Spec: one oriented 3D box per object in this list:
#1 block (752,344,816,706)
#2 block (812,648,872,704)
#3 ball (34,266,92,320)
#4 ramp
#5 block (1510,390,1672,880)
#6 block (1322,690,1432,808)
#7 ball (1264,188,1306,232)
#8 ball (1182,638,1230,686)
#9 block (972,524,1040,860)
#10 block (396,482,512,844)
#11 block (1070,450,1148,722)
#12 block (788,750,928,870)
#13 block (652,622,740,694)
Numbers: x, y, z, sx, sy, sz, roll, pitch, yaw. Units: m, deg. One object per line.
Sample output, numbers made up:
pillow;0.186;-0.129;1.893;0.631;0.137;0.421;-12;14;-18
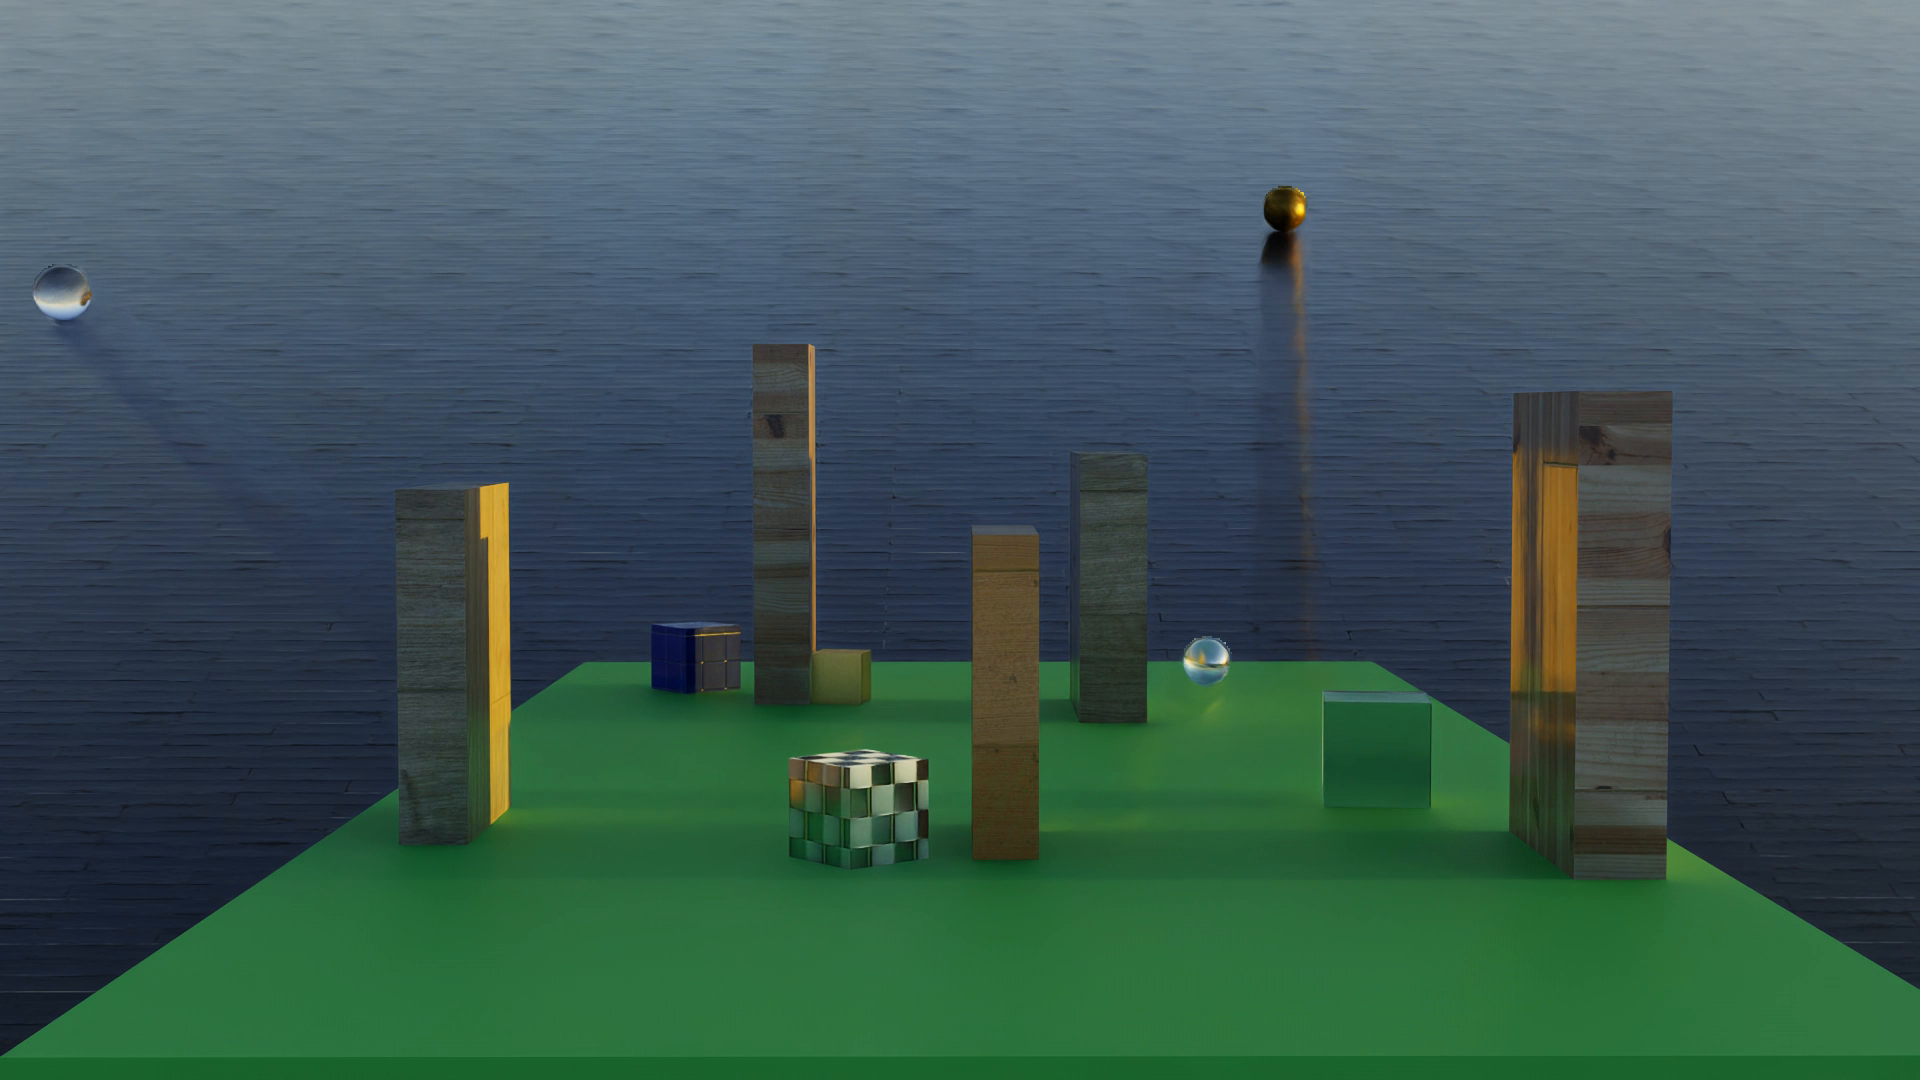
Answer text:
block;-0.385;-0.038;5.667;0.120;0.780;0.240;0;3;0
block;-0.259;0.299;5.638;0.109;0.109;0.109;0;3;9
ball;-3.338;-0.918;9.566;0.204;0.204;0.204;0;22;0
ramp;0.051;0.459;4.533;2.000;0.100;4.000;0;3;0
block;0.894;0.120;3.674;0.125;0.662;0.407;0;3;0
block;0.680;0.340;4.205;0.169;0.169;0.169;0;3;7
ball;1.357;-1.381;10.752;0.180;0.180;0.180;0;22;0
ball;0.571;0.283;5.953;0.109;0.109;0.109;0;22;0
block;0.065;0.215;3.791;0.094;0.461;0.313;0;3;0
block;-0.773;0.178;3.944;0.101;0.521;0.370;0;3;0
block;0.312;0.088;5.453;0.137;0.547;0.440;0;3;0
block;-0.145;0.382;3.662;0.142;0.142;0.142;-2;4;-40
block;-0.605;0.268;5.891;0.147;0.147;0.147;-2;4;-39
